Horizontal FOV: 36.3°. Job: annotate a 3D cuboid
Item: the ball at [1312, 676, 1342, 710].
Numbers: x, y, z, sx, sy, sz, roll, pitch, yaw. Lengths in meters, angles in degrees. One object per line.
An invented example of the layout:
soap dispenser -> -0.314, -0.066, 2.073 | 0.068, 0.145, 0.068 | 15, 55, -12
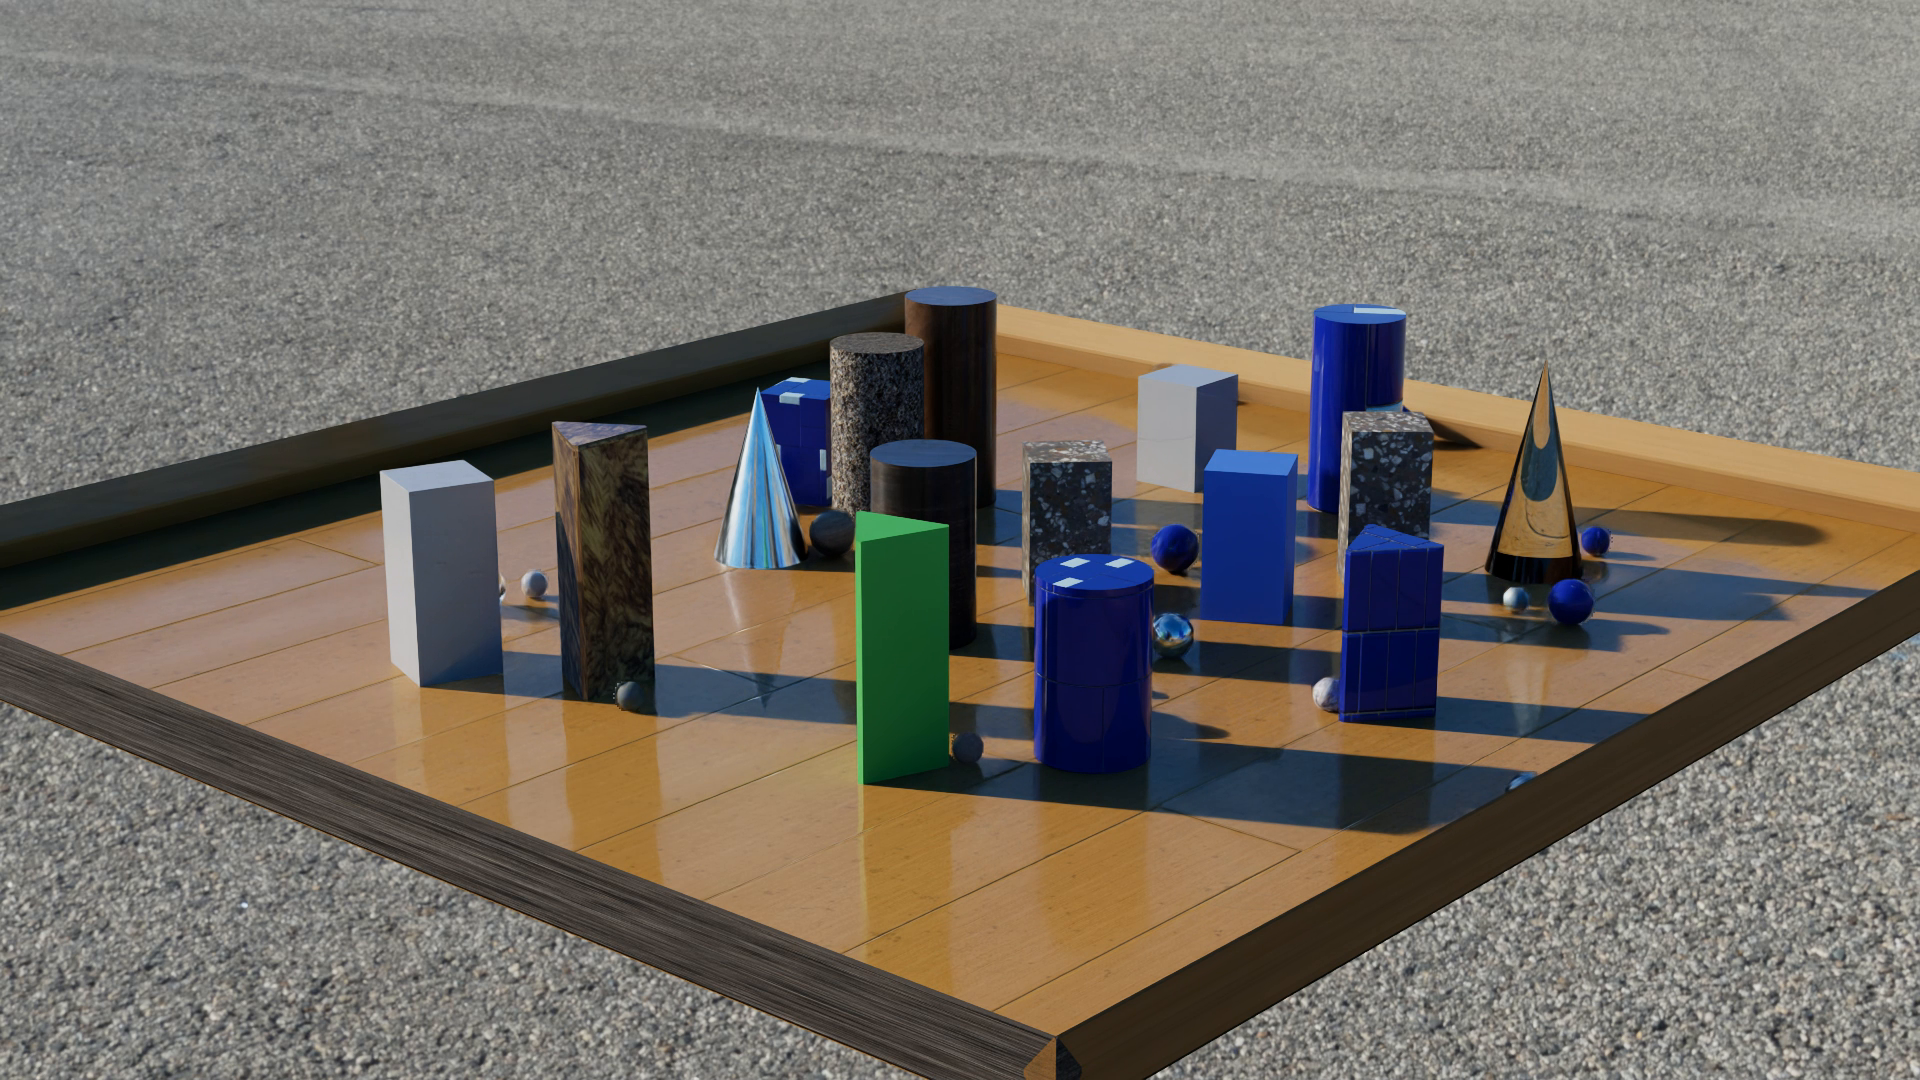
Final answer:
ball -> 0.572, 0.238, 4.541 | 0.052, 0.052, 0.052 | 0, 17, 0

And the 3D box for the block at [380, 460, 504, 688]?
block -> -0.829, 0.052, 4.691 | 0.140, 0.322, 0.140 | -9, 19, -28

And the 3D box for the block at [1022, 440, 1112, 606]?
block -> 0.184, -0.030, 5.074 | 0.140, 0.255, 0.140 | -1, 17, -4

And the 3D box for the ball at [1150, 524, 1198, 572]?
ball -> 0.382, 0.014, 5.220 | 0.086, 0.086, 0.086 | 0, 17, 0

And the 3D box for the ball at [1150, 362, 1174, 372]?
ball -> 0.451, -0.348, 6.424 | 0.080, 0.080, 0.080 | 0, 17, 0

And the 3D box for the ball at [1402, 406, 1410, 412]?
ball -> 0.901, -0.242, 6.071 | 0.081, 0.081, 0.081 | 0, 17, 0

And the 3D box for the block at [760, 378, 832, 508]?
block -> -0.294, -0.191, 5.678 | 0.140, 0.212, 0.140 | 7, 18, 21

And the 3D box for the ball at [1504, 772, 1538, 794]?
ball -> 0.798, 0.359, 4.121 | 0.064, 0.064, 0.064 | 0, 17, 0

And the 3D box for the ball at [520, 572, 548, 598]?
ball -> -0.738, 0.077, 5.082 | 0.046, 0.046, 0.046 | 0, 17, 0

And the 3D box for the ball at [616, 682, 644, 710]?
ball -> -0.510, 0.242, 4.543 | 0.044, 0.044, 0.044 | 0, 17, 0

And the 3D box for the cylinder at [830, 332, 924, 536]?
cylinder -> -0.154, -0.198, 5.467 | 0.175, 0.348, 0.175 | 0, 17, 0

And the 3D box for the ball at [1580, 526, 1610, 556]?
ball -> 1.153, 0.001, 5.319 | 0.053, 0.053, 0.053 | 0, 17, 0

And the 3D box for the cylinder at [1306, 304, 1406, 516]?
cylinder -> 0.755, -0.248, 5.589 | 0.175, 0.374, 0.175 | 0, 17, 0

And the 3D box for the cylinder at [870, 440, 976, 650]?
cylinder -> -0.060, 0.008, 4.844 | 0.175, 0.315, 0.175 | 0, 17, 0

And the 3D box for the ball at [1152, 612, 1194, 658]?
ball -> 0.344, 0.155, 4.776 | 0.075, 0.075, 0.075 | 0, 17, 0

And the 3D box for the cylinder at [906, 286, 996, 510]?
cylinder -> -0.017, -0.272, 5.619 | 0.175, 0.401, 0.175 | 0, 17, 0

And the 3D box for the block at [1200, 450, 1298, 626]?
block -> 0.491, -0.006, 4.981 | 0.140, 0.263, 0.140 | 4, 17, 13

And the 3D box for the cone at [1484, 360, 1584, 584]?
cone -> 1.026, -0.134, 5.186 | 0.175, 0.389, 0.175 | 0, 17, 0

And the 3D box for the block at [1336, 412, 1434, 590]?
block -> 0.743, -0.067, 5.134 | 0.140, 0.291, 0.140 | 0, 17, 1

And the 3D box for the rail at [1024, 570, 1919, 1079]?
rail -> 1.019, 0.285, 4.276 | 0.045, 0.114, 2.840 | 14, 22, 39

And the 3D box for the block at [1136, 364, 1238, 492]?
block -> 0.448, -0.222, 5.779 | 0.140, 0.212, 0.140 | 14, 22, 38

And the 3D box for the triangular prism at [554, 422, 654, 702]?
triangular prism -> -0.587, 0.025, 4.621 | 0.131, 0.414, 0.151 | 14, 22, 38

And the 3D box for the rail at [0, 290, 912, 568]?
rail -> -1.019, -0.229, 5.968 | 0.045, 0.114, 2.840 | 14, 22, 39

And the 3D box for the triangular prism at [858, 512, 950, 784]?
triangular prism -> -0.114, 0.150, 4.286 | 0.151, 0.368, 0.131 | -10, 20, -30

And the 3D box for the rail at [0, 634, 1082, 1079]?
rail -> -0.915, 0.335, 4.113 | 2.745, 0.114, 0.045 | 14, 22, 39

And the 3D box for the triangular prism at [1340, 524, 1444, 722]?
triangular prism -> 0.648, 0.125, 4.531 | 0.151, 0.274, 0.131 | -3, 17, -9

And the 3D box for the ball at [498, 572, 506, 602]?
ball -> -0.815, 0.082, 5.009 | 0.078, 0.078, 0.078 | 0, 17, 0

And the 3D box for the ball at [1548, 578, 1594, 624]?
ball -> 1.029, 0.104, 4.939 | 0.078, 0.078, 0.078 | 0, 17, 0

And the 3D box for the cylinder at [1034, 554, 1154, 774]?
cylinder -> 0.197, 0.182, 4.330 | 0.175, 0.283, 0.175 | 0, 17, 0

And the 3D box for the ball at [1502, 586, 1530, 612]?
ball -> 0.949, 0.102, 5.003 | 0.045, 0.045, 0.045 | 0, 17, 0

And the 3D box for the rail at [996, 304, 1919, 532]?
rail -> 0.915, -0.278, 6.131 | 2.745, 0.114, 0.045 | 14, 22, 39

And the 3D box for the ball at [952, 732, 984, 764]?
ball -> 0.012, 0.307, 4.324 | 0.047, 0.047, 0.047 | 0, 17, 0

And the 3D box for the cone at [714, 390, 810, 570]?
cone -> -0.361, -0.124, 5.281 | 0.175, 0.314, 0.175 | 0, 17, 0

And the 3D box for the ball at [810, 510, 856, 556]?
ball -> -0.231, -0.012, 5.311 | 0.084, 0.084, 0.084 | 0, 17, 0
